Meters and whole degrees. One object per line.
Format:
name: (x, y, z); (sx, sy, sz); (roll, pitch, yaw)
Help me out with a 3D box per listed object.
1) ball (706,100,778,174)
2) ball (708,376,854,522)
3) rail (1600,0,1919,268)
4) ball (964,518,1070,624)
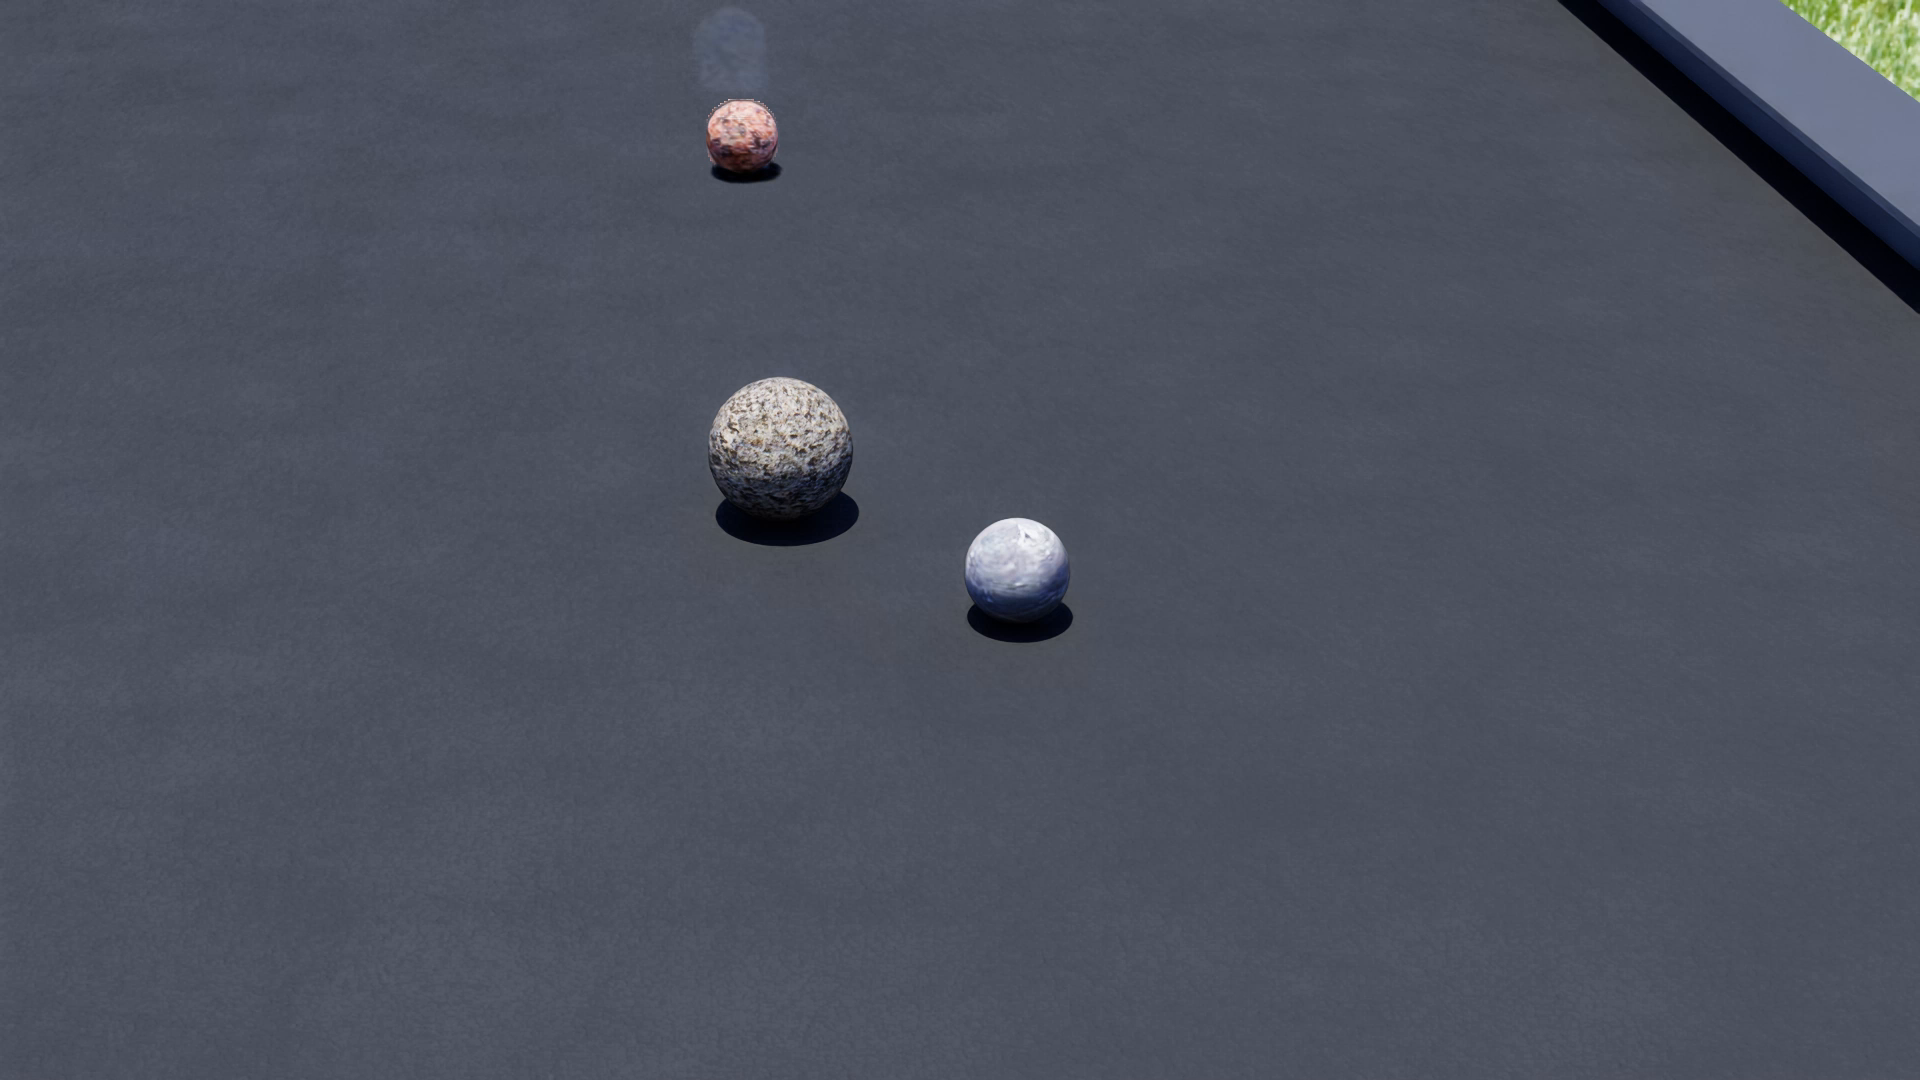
ball: (-0.187, -0.345, 2.521); (0.062, 0.062, 0.062); (0, 27, 0)
ball: (-0.118, -0.059, 1.933); (0.096, 0.096, 0.096); (0, 27, 0)
rail: (0.674, -0.453, 2.659); (0.045, 0.124, 3.277); (-4, 28, -8)
ball: (0.035, 0.019, 1.814); (0.066, 0.066, 0.066); (0, 27, 0)
